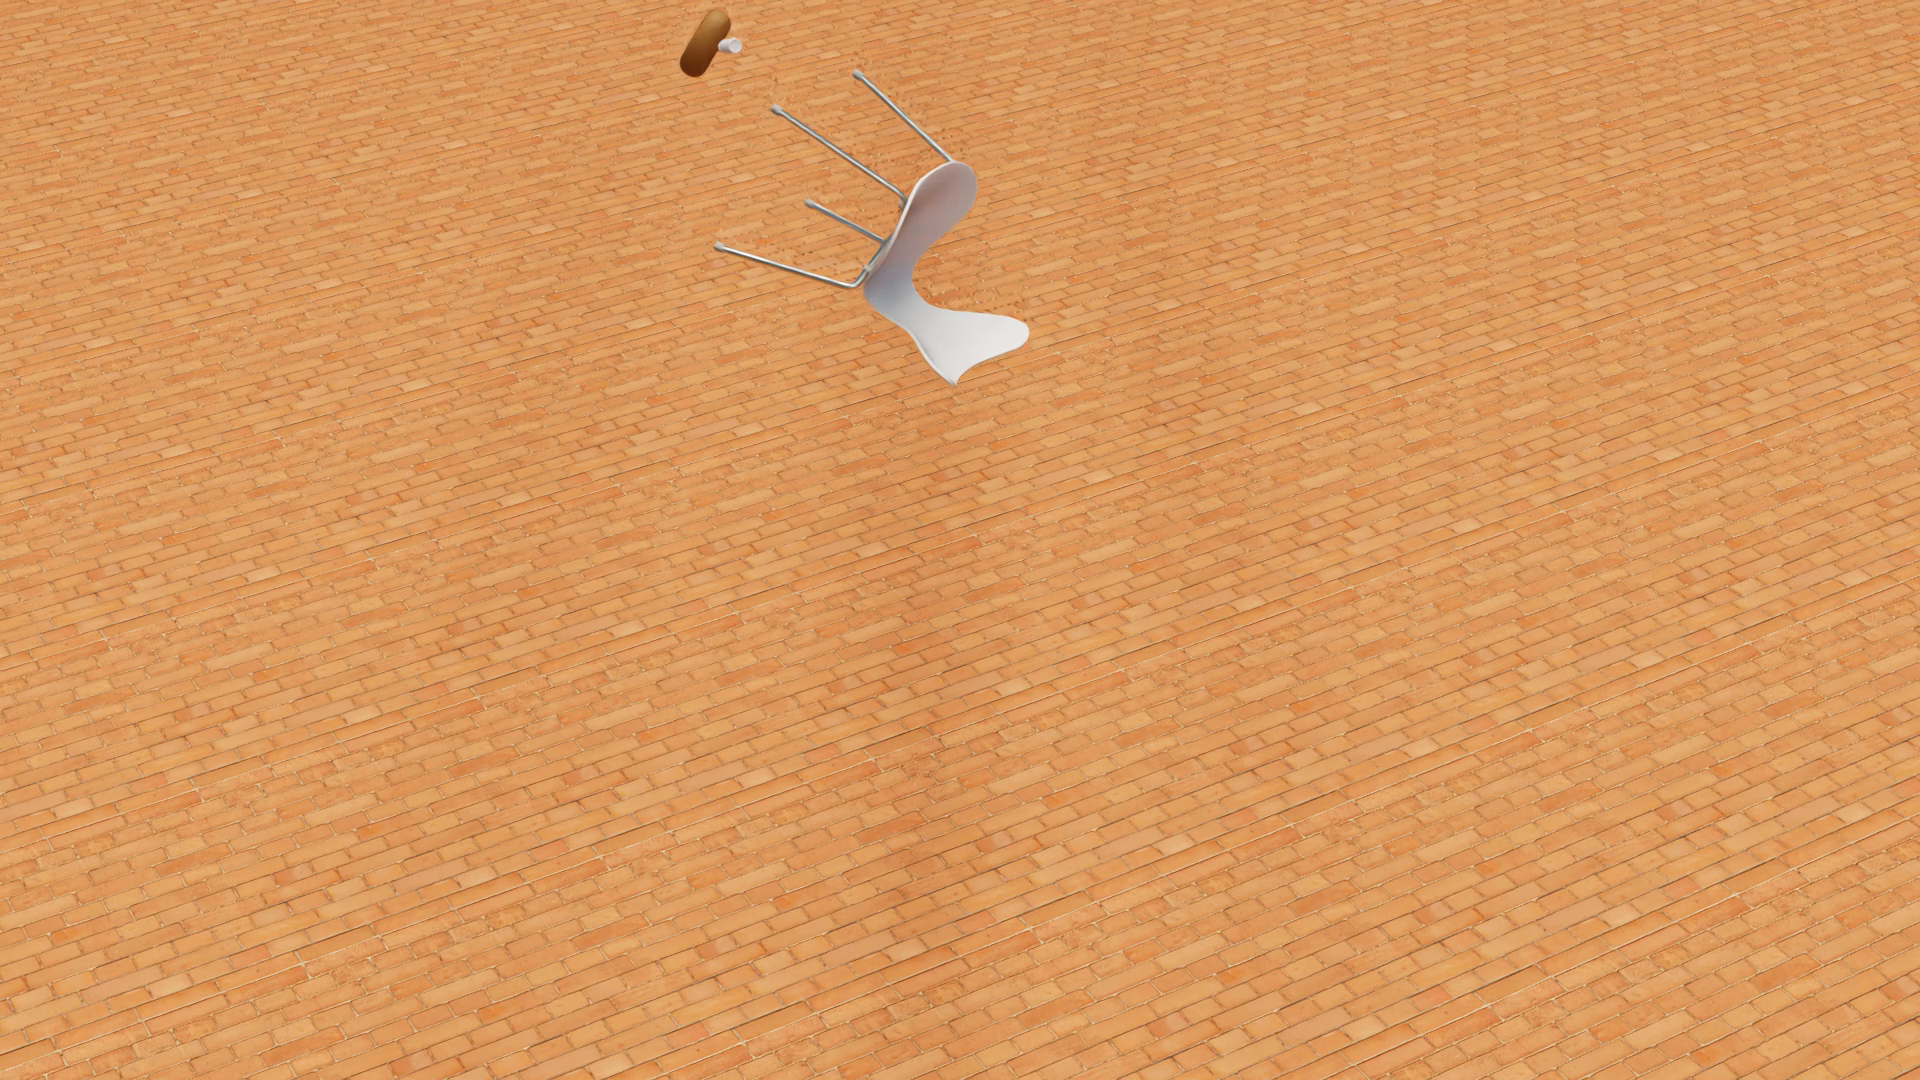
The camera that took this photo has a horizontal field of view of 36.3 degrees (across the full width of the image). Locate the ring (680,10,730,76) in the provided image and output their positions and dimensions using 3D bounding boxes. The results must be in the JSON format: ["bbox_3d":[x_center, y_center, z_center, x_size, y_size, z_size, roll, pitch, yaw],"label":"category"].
[{"bbox_3d":[-0.794,-1.549,9.147,0.088,0.249,0.161,31,38,-9],"label":"ring"}]
